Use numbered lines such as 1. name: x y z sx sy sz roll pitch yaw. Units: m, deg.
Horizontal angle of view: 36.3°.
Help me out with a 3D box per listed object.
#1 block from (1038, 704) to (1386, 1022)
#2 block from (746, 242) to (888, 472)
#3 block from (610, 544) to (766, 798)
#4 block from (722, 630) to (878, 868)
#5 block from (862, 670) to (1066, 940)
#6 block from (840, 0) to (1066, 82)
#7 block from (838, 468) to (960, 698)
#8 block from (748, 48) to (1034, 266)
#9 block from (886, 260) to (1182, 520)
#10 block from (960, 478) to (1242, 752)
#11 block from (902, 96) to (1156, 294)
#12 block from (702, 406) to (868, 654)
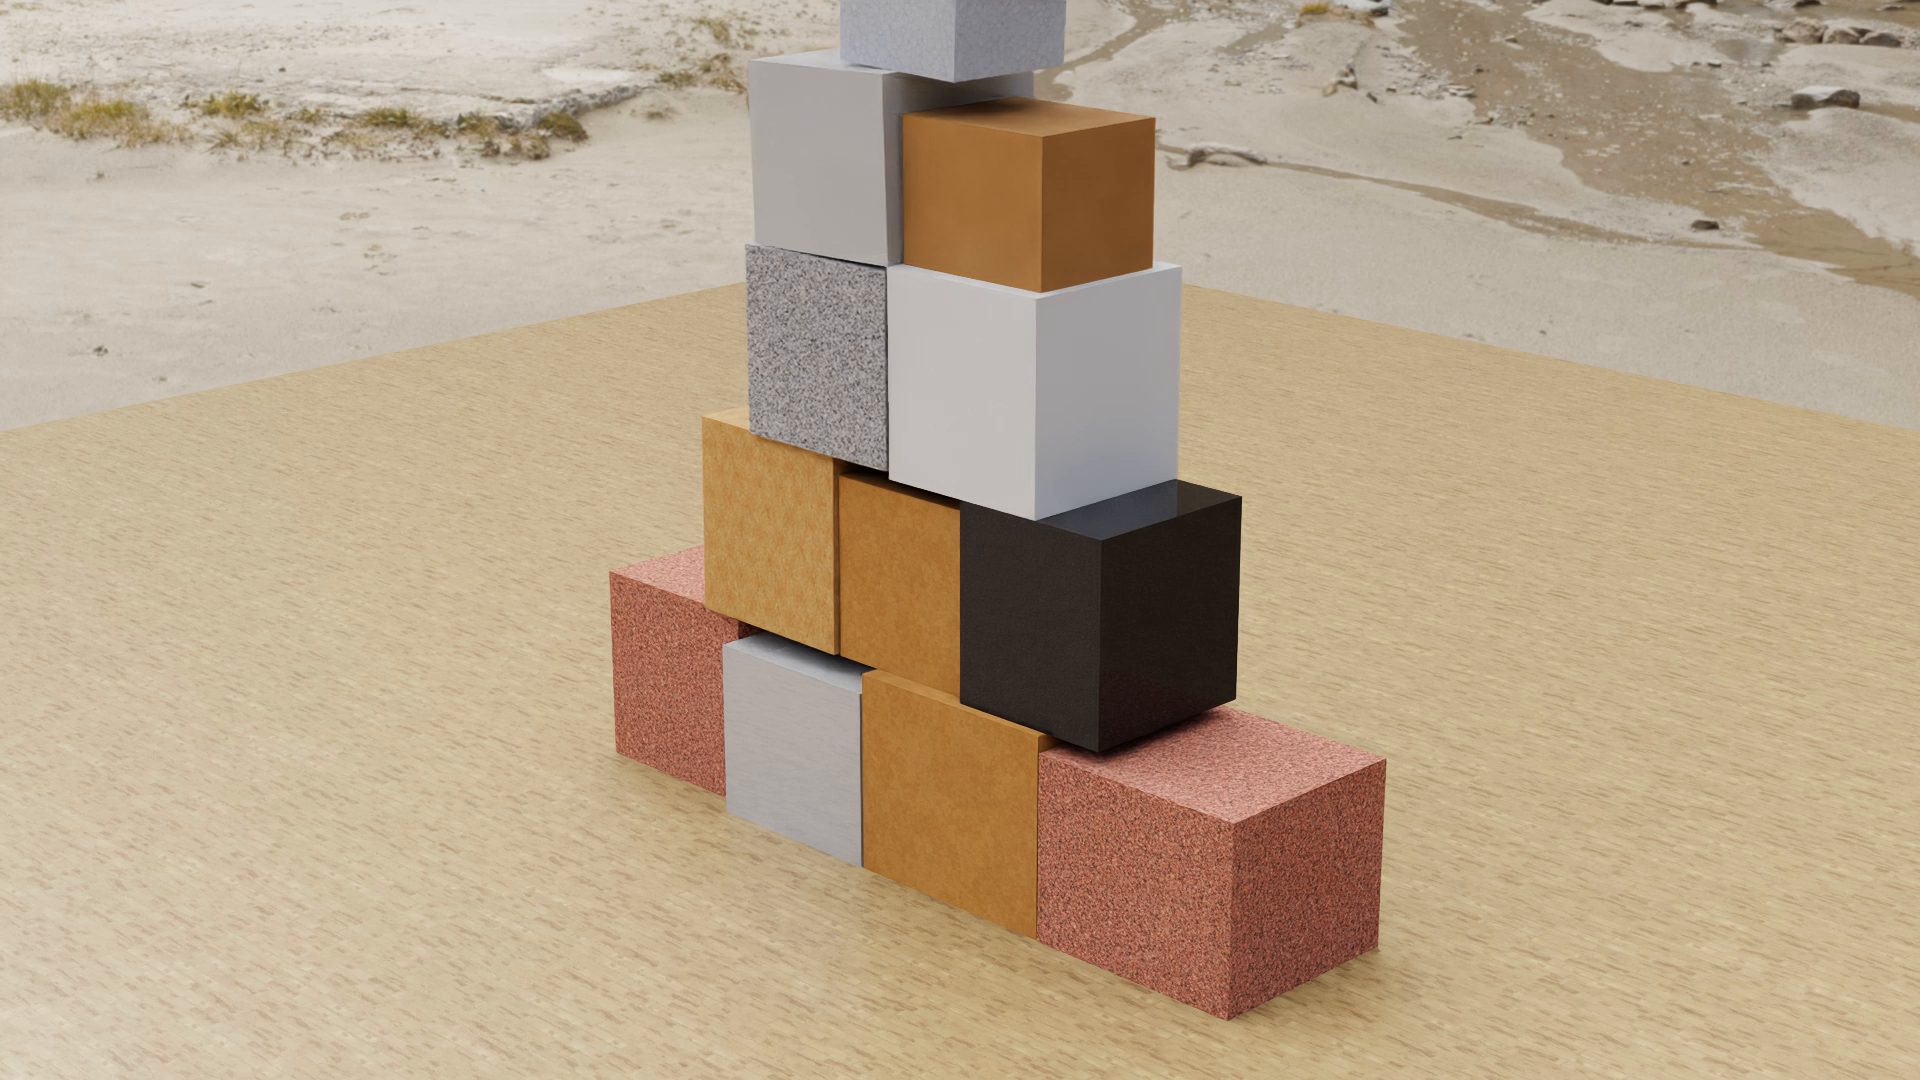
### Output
1. block: 1.075 1.338 12.623 1.011 0.878 1.080 -17 24 -42
2. block: -0.310 -0.920 13.381 0.910 0.887 0.953 17 24 42
3. block: -1.109 0.632 14.717 0.832 0.970 0.981 -17 24 -42
4. block: -0.432 0.897 14.064 1.018 0.854 0.950 -17 24 -42
5. block: 0.308 1.067 13.362 1.027 0.952 1.096 -17 24 -42
6. block: -0.028 -2.375 12.603 0.699 0.649 0.675 19 26 42
7. block: 0.037 0.119 13.354 0.838 0.862 0.819 -17 24 -42
8. block: -0.299 -1.749 13.117 0.926 0.826 0.865 -17 22 -42
9. block: 0.322 -0.724 12.771 0.886 0.951 0.913 17 24 42
10. block: 0.609 0.265 12.768 0.901 0.935 0.823 -17 24 -42
11. block: 0.292 -1.490 12.538 0.819 0.650 0.697 16 24 42
12. block: -0.593 -0.118 13.906 0.909 0.954 0.857 18 25 42
